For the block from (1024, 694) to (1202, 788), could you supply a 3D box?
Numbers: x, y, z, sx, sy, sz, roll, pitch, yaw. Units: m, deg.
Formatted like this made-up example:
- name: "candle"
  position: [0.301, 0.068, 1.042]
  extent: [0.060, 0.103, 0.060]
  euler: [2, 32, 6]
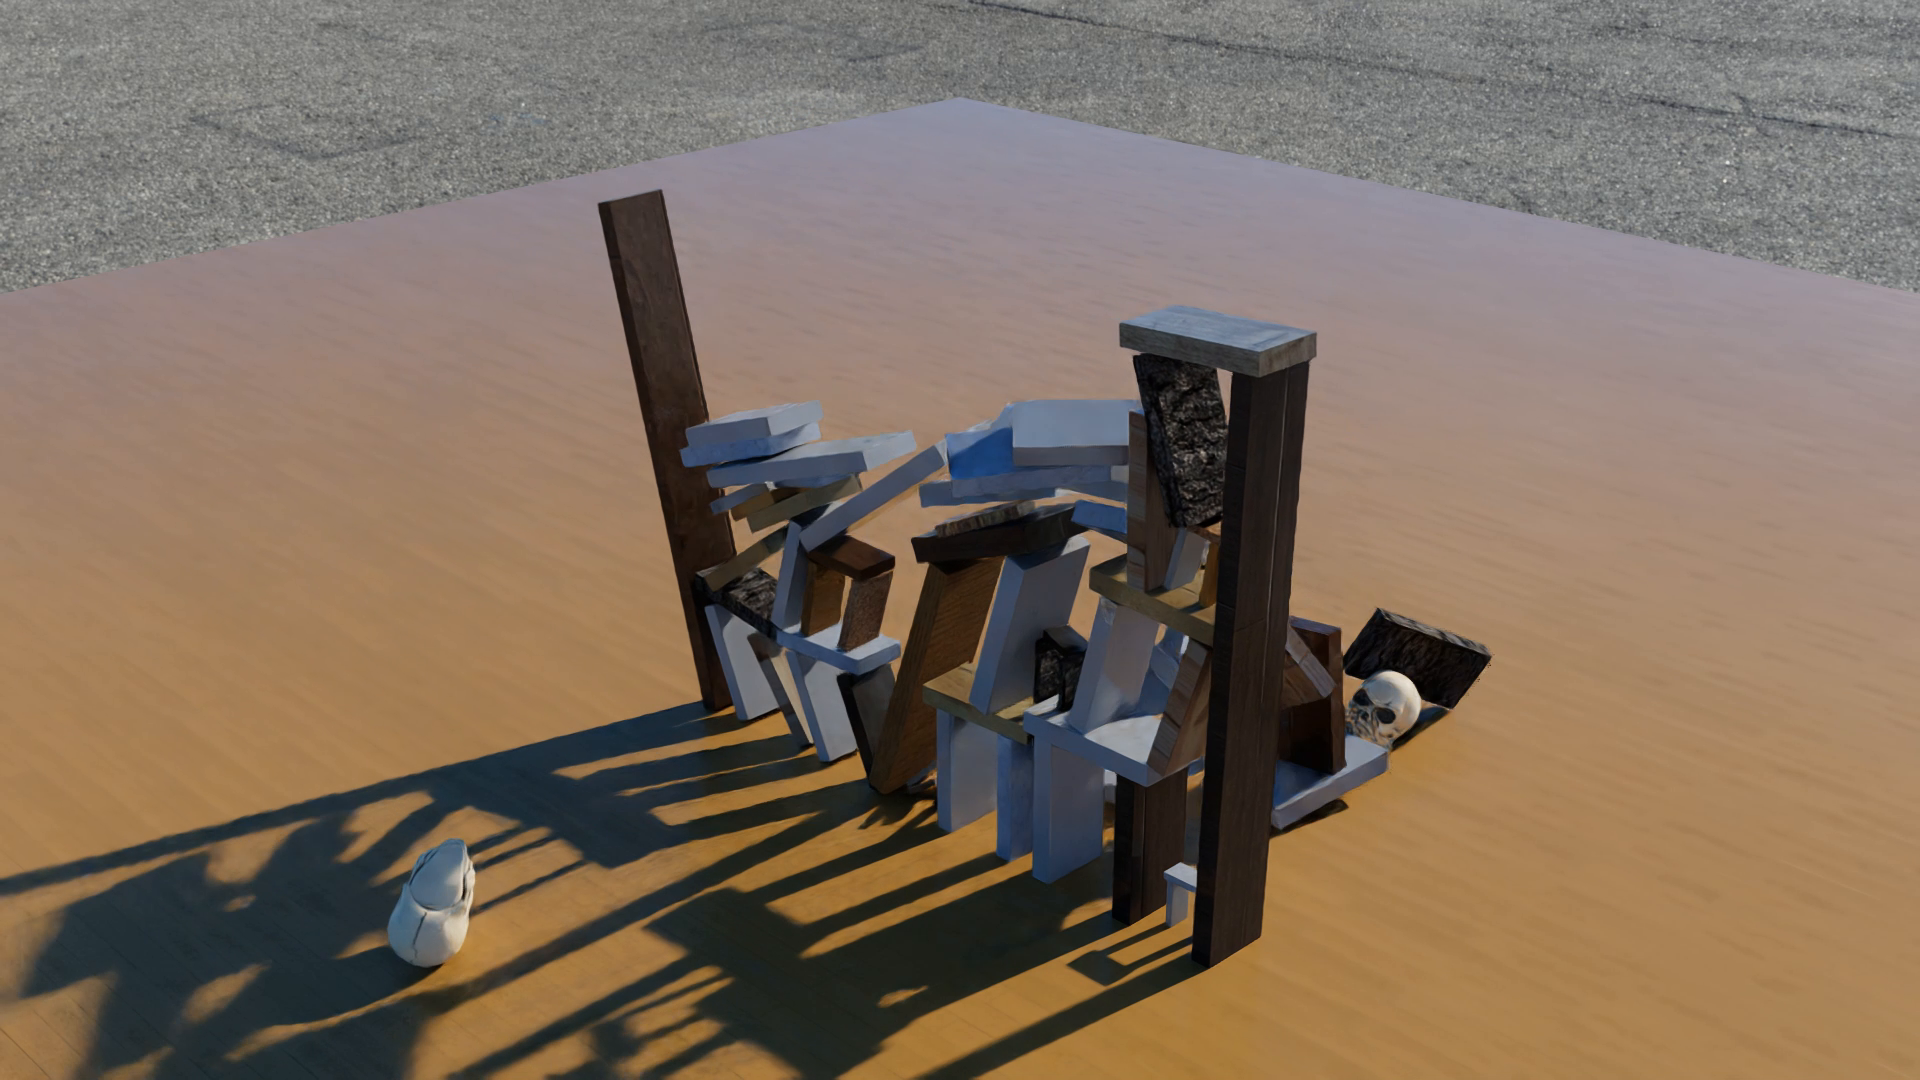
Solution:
- name: "block"
  position: [0.281, 0.360, 4.076]
  extent: [0.153, 0.043, 0.305]
  euler: [-21, 31, -41]

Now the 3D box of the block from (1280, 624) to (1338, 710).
- name: "block"
  position: [0.589, 0.193, 4.281]
  extent: [0.042, 0.298, 0.149]
  euler: [-43, 8, -28]

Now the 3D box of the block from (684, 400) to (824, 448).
- name: "block"
  position: [-0.430, -0.242, 4.585]
  extent: [0.144, 0.041, 0.287]
  euler: [-22, 12, -41]

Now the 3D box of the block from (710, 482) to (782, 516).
- name: "block"
  position: [-0.435, -0.105, 4.713]
  extent: [0.104, 0.030, 0.209]
  euler: [-23, 2, -43]

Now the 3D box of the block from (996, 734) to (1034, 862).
- name: "block"
  position: [0.133, 0.481, 4.283]
  extent: [0.134, 0.268, 0.038]
  euler: [-21, 30, -40]

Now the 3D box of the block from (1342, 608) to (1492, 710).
- name: "block"
  position: [0.993, 0.260, 4.784]
  extent: [0.307, 0.153, 0.043]
  euler: [18, 27, -27]

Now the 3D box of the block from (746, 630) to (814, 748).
- name: "block"
  position: [-0.349, 0.299, 4.741]
  extent: [0.037, 0.264, 0.132]
  euler: [-22, 5, 41]

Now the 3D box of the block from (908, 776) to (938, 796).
- name: "block"
  position: [-0.061, 0.498, 4.503]
  extent: [0.046, 0.013, 0.092]
  euler: [-21, -6, -41]

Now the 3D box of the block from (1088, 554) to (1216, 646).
- name: "block"
  position: [0.383, 0.097, 3.856]
  extent: [0.146, 0.041, 0.292]
  euler: [-21, 34, -40]

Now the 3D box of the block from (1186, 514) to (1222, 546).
- name: "block"
  position: [0.435, -0.021, 3.738]
  extent: [0.064, 0.018, 0.128]
  euler: [-17, 31, -36]

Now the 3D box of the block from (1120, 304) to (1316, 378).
- name: "block"
  position: [0.423, -0.330, 3.622]
  extent: [0.148, 0.042, 0.296]
  euler: [-21, 27, -40]

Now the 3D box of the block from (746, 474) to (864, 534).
- name: "block"
  position: [-0.322, -0.075, 4.534]
  extent: [0.133, 0.038, 0.265]
  euler: [-22, 1, -33]

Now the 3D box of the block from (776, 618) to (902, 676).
- name: "block"
  position: [-0.254, 0.214, 4.596]
  extent: [0.247, 0.035, 0.123]
  euler: [18, 29, 40]

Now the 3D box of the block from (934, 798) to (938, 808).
- name: "block"
  position: [-0.016, 0.507, 4.461]
  extent: [0.046, 0.092, 0.013]
  euler: [-21, 67, -41]

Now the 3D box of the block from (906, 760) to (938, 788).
- name: "block"
  position: [-0.065, 0.474, 4.504]
  extent: [0.013, 0.092, 0.046]
  euler: [55, 22, 13]

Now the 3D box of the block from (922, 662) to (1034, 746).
- name: "block"
  position: [0.070, 0.316, 4.280]
  extent: [0.268, 0.038, 0.134]
  euler: [19, 30, 38]

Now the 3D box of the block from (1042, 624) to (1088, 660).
- name: "block"
  position: [0.203, 0.192, 4.113]
  extent: [0.055, 0.016, 0.110]
  euler: [-9, 25, -21]

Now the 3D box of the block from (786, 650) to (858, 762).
- name: "block"
  position: [-0.277, 0.334, 4.669]
  extent: [0.123, 0.247, 0.035]
  euler: [-21, 5, -40]

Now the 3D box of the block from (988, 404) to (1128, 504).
- name: "block"
  position: [0.195, -0.158, 3.999]
  extent: [0.307, 0.043, 0.153]
  euler: [13, 41, 22]

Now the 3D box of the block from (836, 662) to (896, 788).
- name: "block"
  position: [-0.167, 0.378, 4.561]
  extent: [0.035, 0.247, 0.123]
  euler: [-9, 11, 44]

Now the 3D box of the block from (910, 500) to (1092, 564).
- name: "block"
  position: [0.081, -0.014, 4.145]
  extent: [0.175, 0.050, 0.350]
  euler: [-20, 9, -35]

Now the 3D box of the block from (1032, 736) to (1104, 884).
- name: "block"
  position: [0.208, 0.492, 4.210]
  extent: [0.043, 0.305, 0.153]
  euler: [21, 31, 41]

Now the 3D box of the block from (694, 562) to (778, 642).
- name: "block"
  position: [-0.437, 0.125, 4.754]
  extent: [0.264, 0.037, 0.132]
  euler: [31, 35, 34]

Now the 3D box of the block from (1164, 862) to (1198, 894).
- name: "block"
  position: [0.425, 0.623, 4.029]
  extent: [0.096, 0.014, 0.048]
  euler: [21, 31, 41]

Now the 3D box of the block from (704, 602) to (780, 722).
- name: "block"
  position: [-0.463, 0.251, 4.839]
  extent: [0.132, 0.264, 0.037]
  euler: [-21, 8, -41]

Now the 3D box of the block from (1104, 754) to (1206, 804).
- name: "block"
  position: [0.392, 0.469, 4.529]
  extent: [0.288, 0.041, 0.144]
  euler: [-17, 13, -31]

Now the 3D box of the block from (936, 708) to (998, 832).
- name: "block"
  position: [0.015, 0.437, 4.387]
  extent: [0.038, 0.268, 0.134]
  euler: [21, 31, 41]

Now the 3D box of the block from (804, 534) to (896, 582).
- name: "block"
  position: [-0.225, 0.033, 4.474]
  extent: [0.090, 0.026, 0.181]
  euler: [-23, 31, -36]

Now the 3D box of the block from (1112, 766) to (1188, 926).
- name: "block"
  position: [0.352, 0.548, 4.078]
  extent: [0.153, 0.305, 0.043]
  euler: [-21, 31, -41]

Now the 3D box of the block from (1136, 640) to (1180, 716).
- name: "block"
  position: [0.339, 0.325, 4.663]
  extent: [0.280, 0.140, 0.040]
  euler: [-19, -6, -9]
